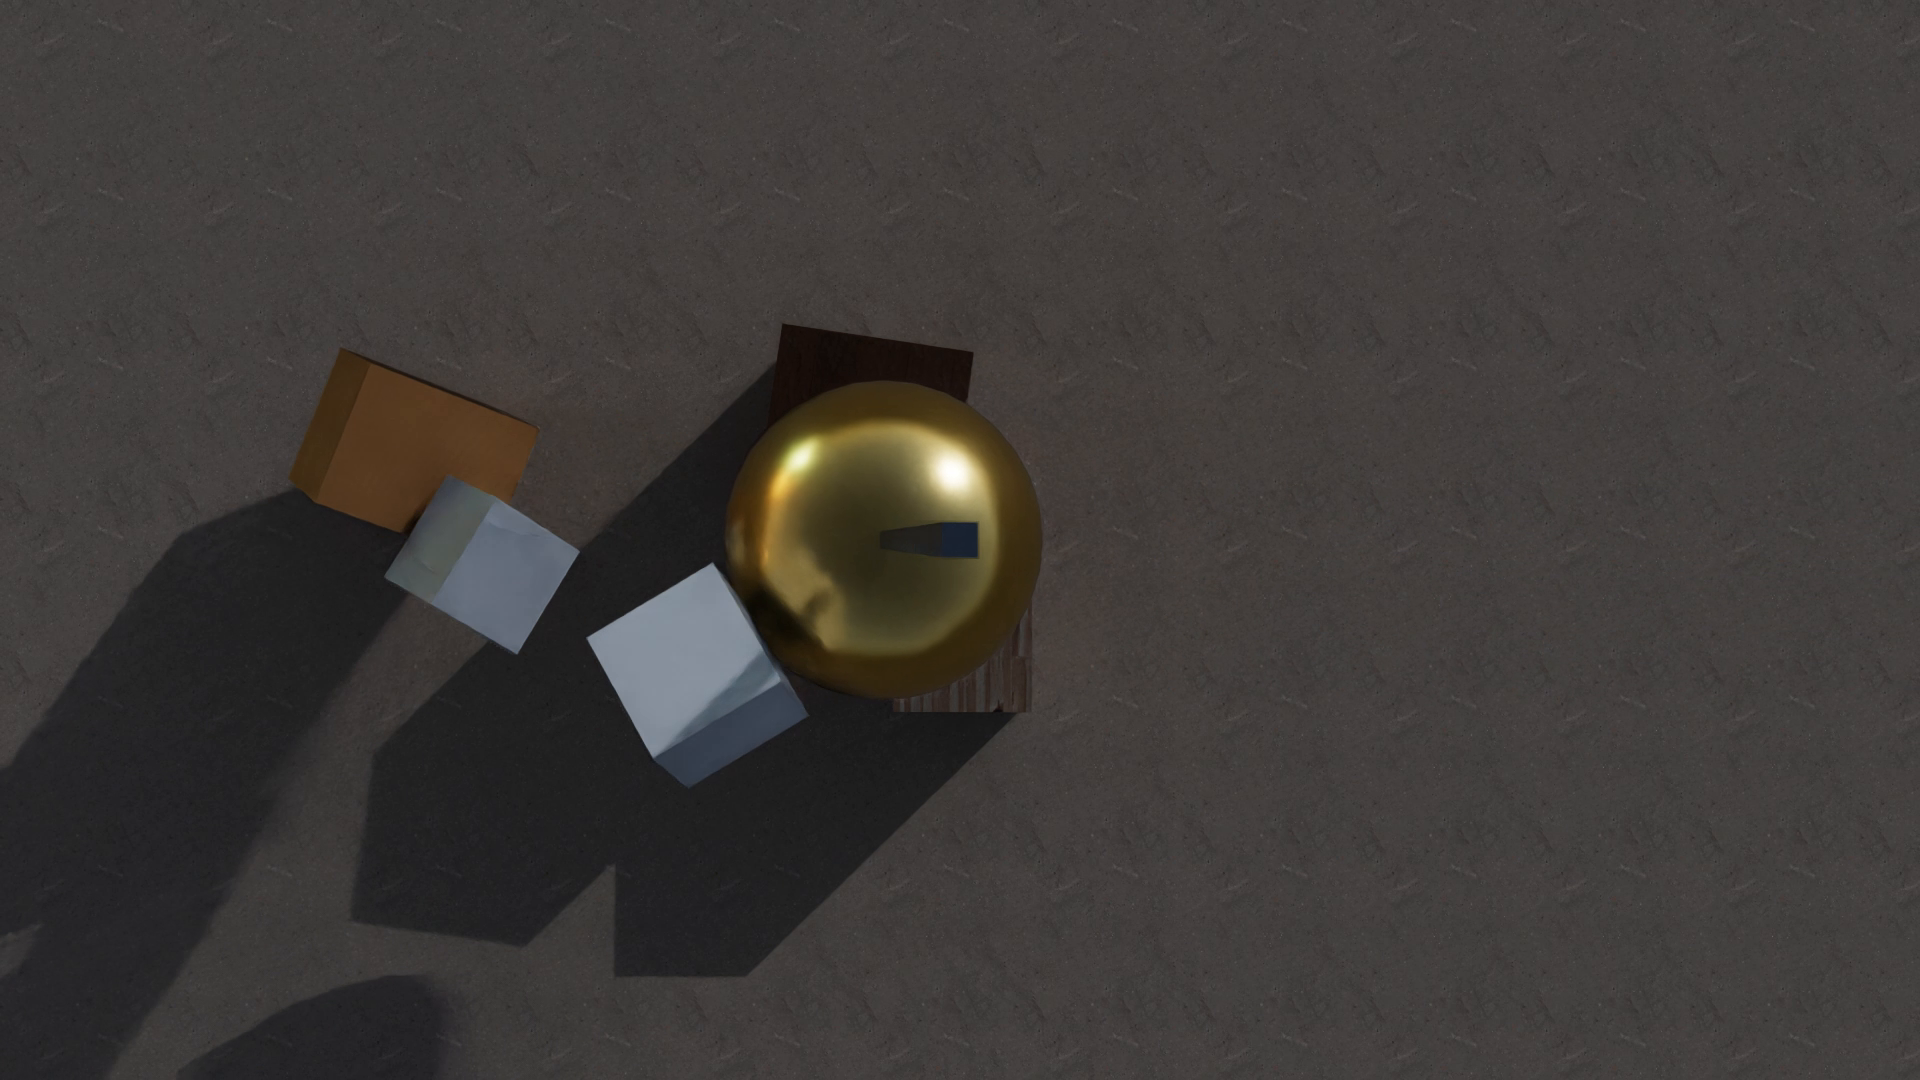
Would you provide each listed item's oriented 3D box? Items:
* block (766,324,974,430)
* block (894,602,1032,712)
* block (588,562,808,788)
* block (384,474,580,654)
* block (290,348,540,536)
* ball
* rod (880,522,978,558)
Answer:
[{"bbox_3d":[-0.520,-0.594,12.467,1.051,1.066,1.017,8,90,0],"label":"block"},{"bbox_3d":[0.016,0.517,12.643,0.776,0.714,0.888,0,90,0],"label":"block"},{"bbox_3d":[-1.206,0.639,10.217,0.665,0.682,0.658,-31,72,-3],"label":"block"},{"bbox_3d":[-2.580,0.128,11.876,0.611,0.568,0.649,38,79,-41],"label":"block"},{"bbox_3d":[-3.081,-0.484,12.384,0.994,0.870,0.805,22,90,-28],"label":"block"},{"bbox_3d":[-0.382,0.000,10.991,1.600,1.600,1.600,0,90,0],"label":"ball"},{"bbox_3d":[-0.166,0.000,7.598,0.080,5.200,0.080,0,90,-4],"label":"rod"}]
